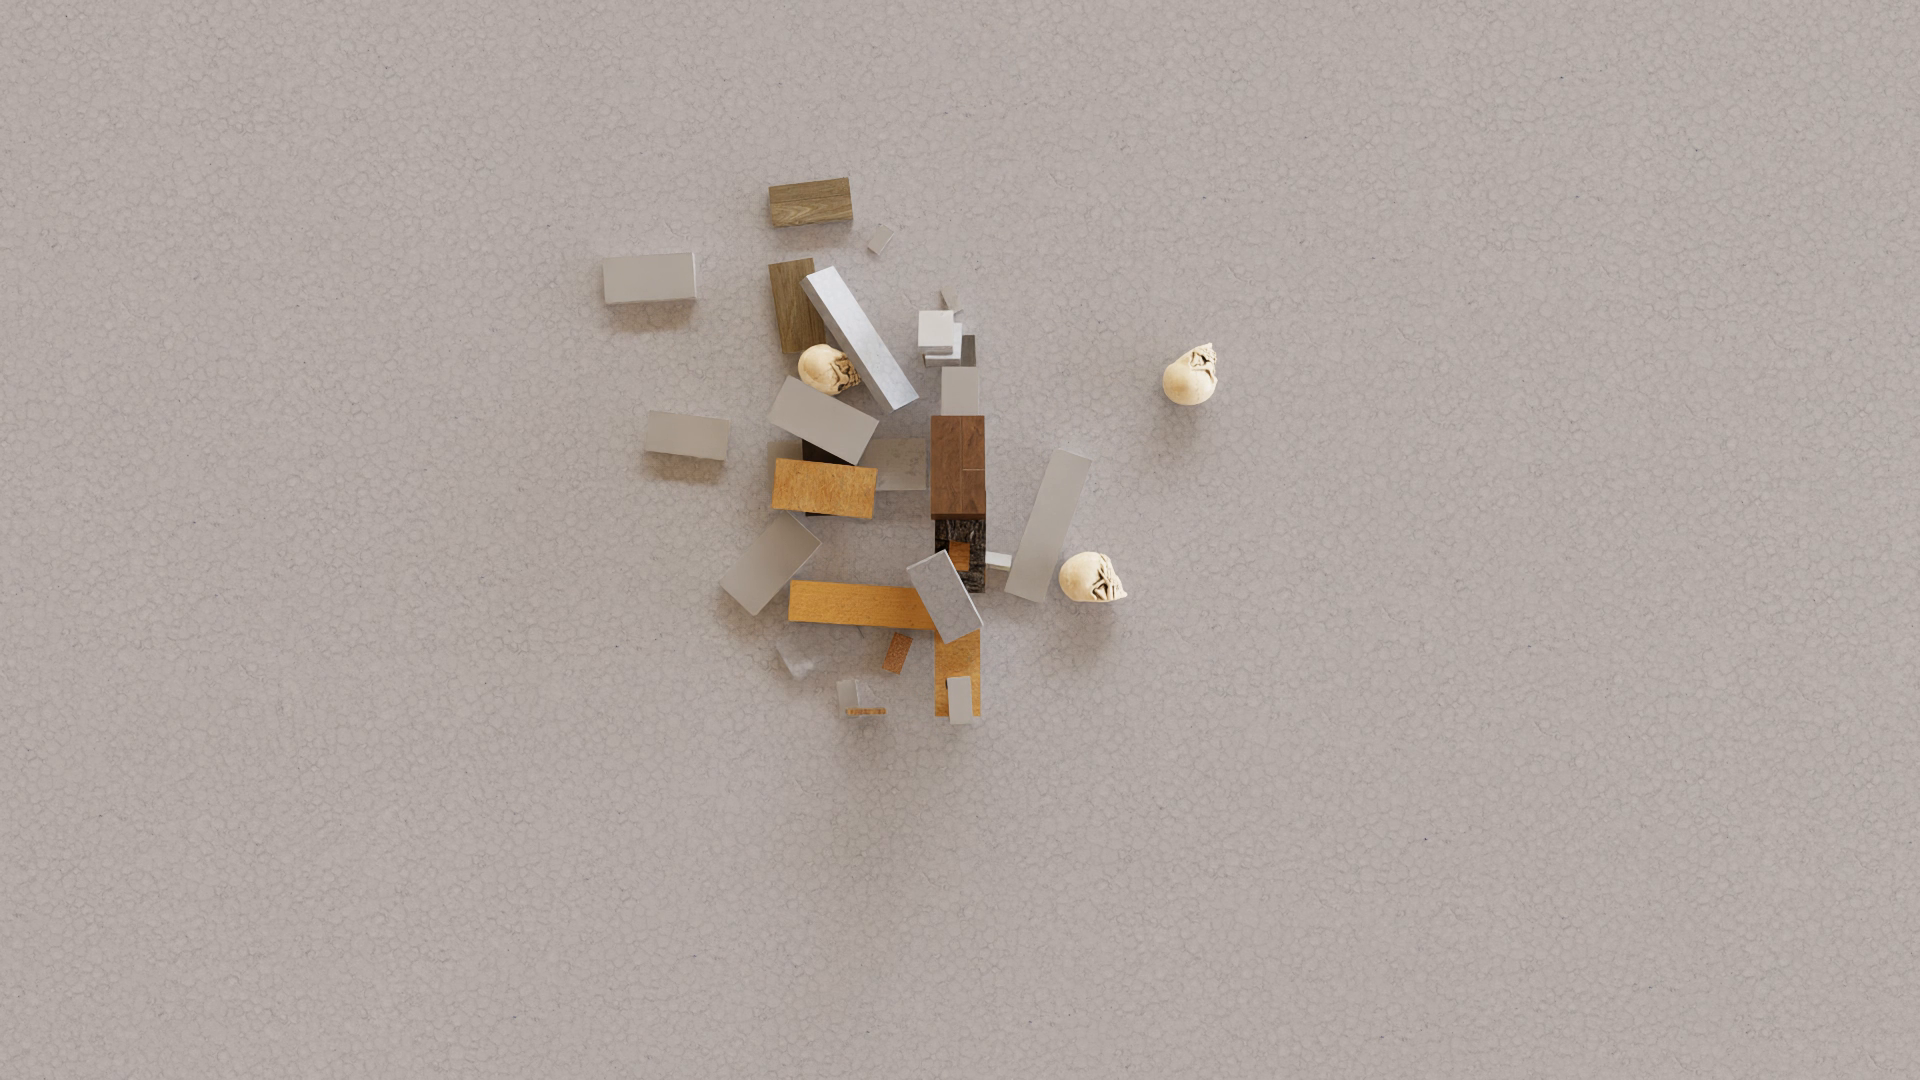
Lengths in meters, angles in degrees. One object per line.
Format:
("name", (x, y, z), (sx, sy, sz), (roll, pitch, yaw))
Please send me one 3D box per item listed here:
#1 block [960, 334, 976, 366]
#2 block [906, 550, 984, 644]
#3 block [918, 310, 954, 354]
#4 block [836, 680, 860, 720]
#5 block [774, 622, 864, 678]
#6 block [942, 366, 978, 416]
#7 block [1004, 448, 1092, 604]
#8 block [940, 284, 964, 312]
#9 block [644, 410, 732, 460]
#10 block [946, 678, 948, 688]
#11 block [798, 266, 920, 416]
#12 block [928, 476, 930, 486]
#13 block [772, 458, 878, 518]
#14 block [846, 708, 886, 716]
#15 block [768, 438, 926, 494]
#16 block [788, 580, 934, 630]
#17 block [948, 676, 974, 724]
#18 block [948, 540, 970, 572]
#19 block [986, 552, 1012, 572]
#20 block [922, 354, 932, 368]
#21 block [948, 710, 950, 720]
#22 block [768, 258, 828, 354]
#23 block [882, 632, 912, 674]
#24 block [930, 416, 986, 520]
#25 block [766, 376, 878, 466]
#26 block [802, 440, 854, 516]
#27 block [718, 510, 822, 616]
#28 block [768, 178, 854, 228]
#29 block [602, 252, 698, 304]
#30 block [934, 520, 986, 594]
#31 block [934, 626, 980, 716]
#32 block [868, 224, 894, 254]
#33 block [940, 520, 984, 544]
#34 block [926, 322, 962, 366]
("block", (-0.005, -0.600, 5.401), (0.113, 0.225, 0.032), (-1, 127, 0))
("block", (-0.046, 0.177, 5.120), (0.133, 0.038, 0.266), (-26, 102, 7))
("block", (-0.079, -0.681, 5.401), (0.113, 0.225, 0.032), (-1, 128, 1))
("block", (-0.372, 0.531, 5.491), (0.063, 0.018, 0.127), (-8, 90, 0))
("block", (-0.468, 0.333, 5.481), (0.266, 0.038, 0.133), (-29, 90, 0))
("block", (-0.001, -0.432, 5.247), (0.117, 0.033, 0.235), (1, 90, 0))
("block", (0.292, -0.047, 5.481), (0.133, 0.038, 0.505), (19, 90, 0))
("block", (-0.028, -0.803, 5.494), (0.045, 0.013, 0.090), (-26, 90, 0))
("block", (-0.904, -0.347, 5.481), (0.266, 0.038, 0.133), (7, 90, 0))
("block", (-0.009, 0.441, 5.104), (0.071, 0.141, 0.020), (-6, 90, 0))
("block", (-0.331, -0.657, 5.429), (0.042, 0.149, 0.521), (-33, 90, 39))
("block", (-0.080, -0.259, 5.425), (0.022, 0.078, 0.157), (12, 123, 0))
("block", (-0.442, -0.168, 5.381), (0.329, 0.047, 0.164), (6, 90, 0))
("block", (-0.312, 0.566, 5.455), (0.127, 0.063, 0.018), (0, 88, -13))
("block", (-0.375, -0.247, 5.476), (0.521, 0.048, 0.169), (-1, 90, 0))
("block", (-0.320, 0.215, 5.450), (0.486, 0.038, 0.133), (4, 86, -6))
("block", (0.001, 0.488, 5.023), (0.071, 0.020, 0.141), (-4, 90, 0))
("block", (-0.002, 0.031, 5.128), (0.064, 0.018, 0.129), (3, 90, 0))
("block", (0.104, 0.067, 5.469), (0.129, 0.064, 0.018), (10, 127, 0))
("block", (-0.104, -0.621, 5.494), (0.045, 0.013, 0.090), (-13, 90, 0))
("block", (0.001, 0.538, 5.104), (0.071, 0.141, 0.020), (-4, 90, 0))
("block", (-0.538, -0.776, 5.479), (0.149, 0.042, 0.298), (-9, 90, 0))
("block", (-0.209, 0.377, 5.491), (0.063, 0.018, 0.127), (21, 90, 0))
("block", (-0.006, -0.227, 5.143), (0.169, 0.048, 0.338), (0, 67, 0))
("block", (-0.449, -0.389, 5.381), (0.329, 0.047, 0.164), (27, 90, 0))
("block", (-0.430, -0.249, 5.428), (0.169, 0.048, 0.338), (-2, 90, 0))
("block", (-0.630, 0.076, 5.477), (0.164, 0.047, 0.329), (43, 90, 0))
("block", (-0.494, -1.119, 5.481), (0.266, 0.038, 0.133), (-7, 90, 0))
("block", (-1.030, -0.869, 5.479), (0.298, 0.042, 0.149), (-4, 90, 0))
("block", (0.001, 0.006, 5.160), (0.159, 0.045, 0.318), (1, 90, 0))
("block", (-0.007, 0.411, 5.194), (0.143, 0.040, 0.285), (0, 90, 0))
("block", (-0.263, -1.001, 5.494), (0.045, 0.013, 0.090), (36, 90, 0))
("block", (0.004, -0.026, 5.110), (0.129, 0.018, 0.064), (8, 90, 0))
("block", (-0.052, -0.639, 5.399), (0.113, 0.225, 0.032), (0, 128, 2))
